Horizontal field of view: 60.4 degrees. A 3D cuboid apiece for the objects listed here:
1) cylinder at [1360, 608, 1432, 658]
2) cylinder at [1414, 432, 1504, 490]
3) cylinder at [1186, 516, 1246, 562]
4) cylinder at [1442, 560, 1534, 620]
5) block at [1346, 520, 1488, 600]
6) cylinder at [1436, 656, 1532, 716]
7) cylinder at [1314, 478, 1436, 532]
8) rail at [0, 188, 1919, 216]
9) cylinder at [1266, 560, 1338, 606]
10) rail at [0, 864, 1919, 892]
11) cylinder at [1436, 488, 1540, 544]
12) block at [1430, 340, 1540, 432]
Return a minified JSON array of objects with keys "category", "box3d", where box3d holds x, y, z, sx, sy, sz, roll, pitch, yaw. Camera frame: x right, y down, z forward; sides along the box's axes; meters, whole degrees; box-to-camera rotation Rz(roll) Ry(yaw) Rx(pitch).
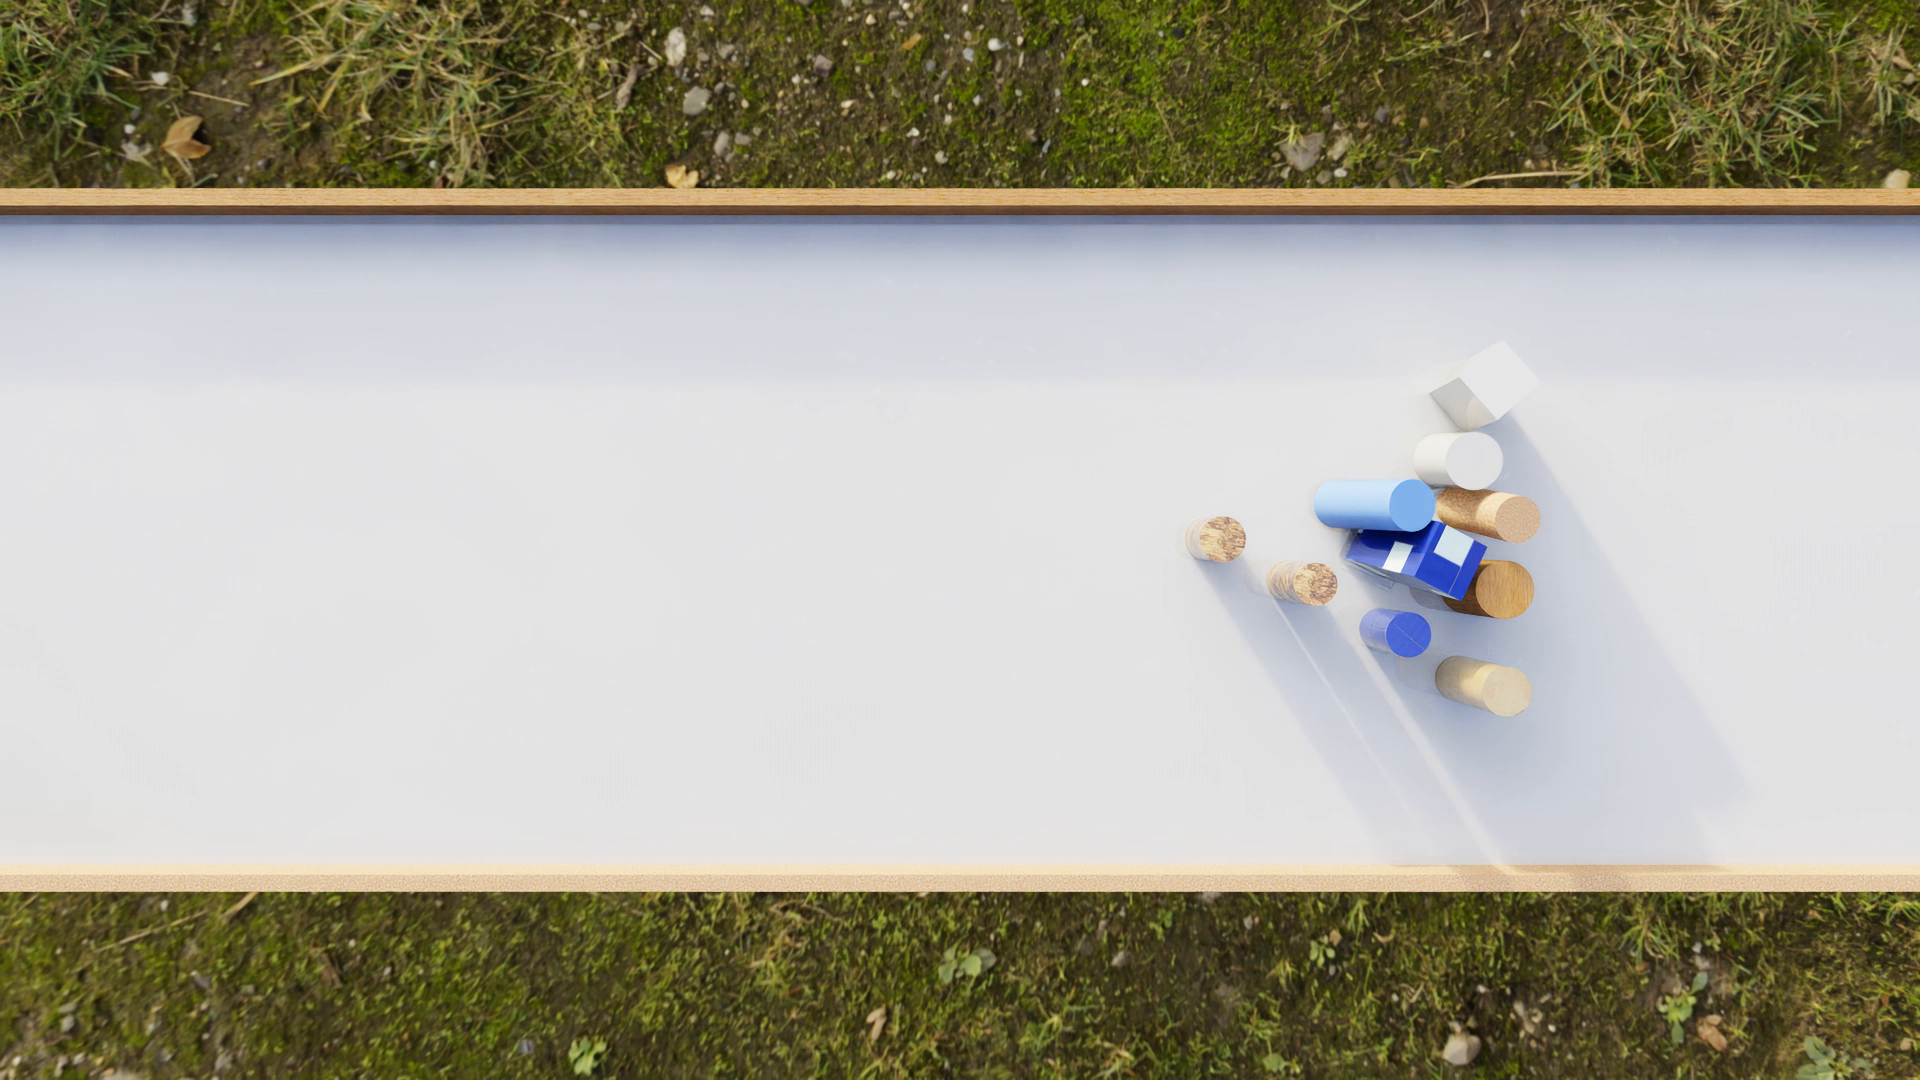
[{"category":"cylinder","box3d":[1.293,0.273,4.915,0.131,0.323,0.131,0,90,0]},{"category":"cylinder","box3d":[1.478,-0.237,4.906,0.167,0.331,0.167,0,93,0]},{"category":"cylinder","box3d":[0.759,-0.002,4.917,0.133,0.319,0.133,0,90,0]},{"category":"cylinder","box3d":[1.561,0.143,4.900,0.169,0.353,0.169,0,90,0]},{"category":"block","box3d":[1.337,0.037,4.858,0.171,0.405,0.171,26,90,-16]},{"category":"cylinder","box3d":[1.532,0.425,4.848,0.140,0.458,0.140,0,90,0]},{"category":"cylinder","box3d":[1.212,-0.104,4.848,0.148,0.433,0.148,-1,92,-16]},{"category":"rail","box3d":[-2.247,-1.025,5.002,12.000,0.150,0.050,0,90,0]},{"category":"cylinder","box3d":[1.004,0.125,4.865,0.123,0.424,0.123,0,90,0]},{"category":"rail","box3d":[-2.247,1.025,5.001,12.000,0.150,0.050,0,90,0]},{"category":"cylinder","box3d":[1.551,-0.081,4.859,0.135,0.418,0.135,-1,97,-6]},{"category":"block","box3d":[1.552,-0.451,4.894,0.165,0.355,0.165,-41,87,0]}]
